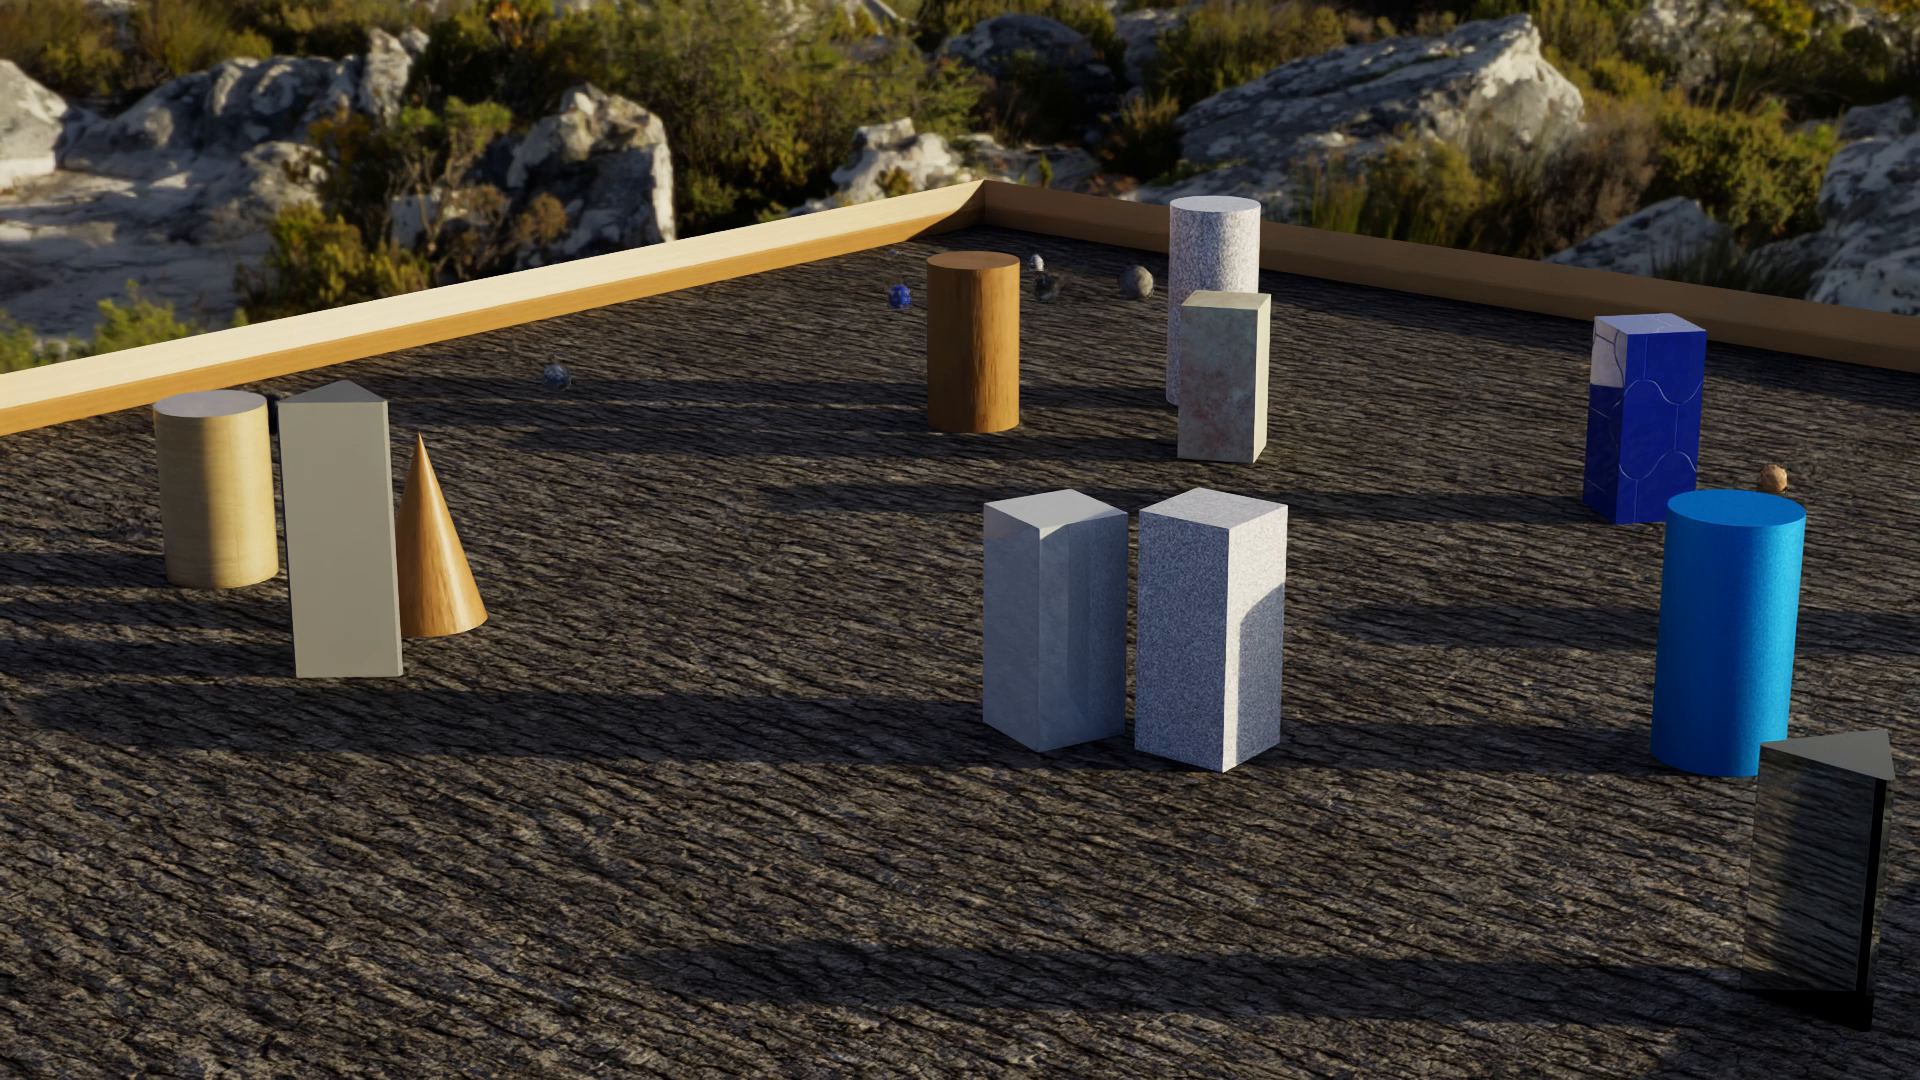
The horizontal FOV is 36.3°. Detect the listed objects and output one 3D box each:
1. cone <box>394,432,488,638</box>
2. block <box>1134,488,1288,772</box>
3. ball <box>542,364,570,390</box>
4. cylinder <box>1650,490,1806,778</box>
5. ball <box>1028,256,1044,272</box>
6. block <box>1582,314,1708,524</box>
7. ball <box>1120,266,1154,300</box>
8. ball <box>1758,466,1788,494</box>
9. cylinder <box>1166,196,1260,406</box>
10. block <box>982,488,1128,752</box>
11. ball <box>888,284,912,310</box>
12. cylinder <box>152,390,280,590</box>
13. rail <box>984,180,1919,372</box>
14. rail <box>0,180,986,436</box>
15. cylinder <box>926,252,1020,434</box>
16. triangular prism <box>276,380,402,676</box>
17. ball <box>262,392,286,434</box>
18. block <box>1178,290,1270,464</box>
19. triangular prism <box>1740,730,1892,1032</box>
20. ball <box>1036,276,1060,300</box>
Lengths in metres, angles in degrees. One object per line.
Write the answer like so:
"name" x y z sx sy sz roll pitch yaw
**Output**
"cone" -0.906 -0.024 4.958 0.197 0.330 0.197 0 17 0
"block" 0.373 0.131 4.367 0.157 0.374 0.157 13 21 36
"ball" -0.903 -0.363 6.555 0.058 0.058 0.058 0 17 0
"cylinder" 1.134 0.136 4.337 0.197 0.383 0.197 0 17 0
"ball" 0.203 -0.738 7.825 0.043 0.043 0.043 0 17 0
"block" 1.302 -0.232 5.585 0.157 0.368 0.157 -3 17 -11
"ball" 0.450 -0.657 7.482 0.087 0.087 0.087 0 17 0
"ball" 1.595 -0.119 5.751 0.055 0.055 0.055 0 17 0
"cylinder" 0.554 -0.521 6.424 0.197 0.436 0.197 0 17 0
"block" 0.143 0.120 4.447 0.157 0.350 0.157 -10 19 -30
"ball" -0.152 -0.612 7.375 0.061 0.061 0.061 0 17 0
"cylinder" -1.322 -0.091 5.213 0.197 0.312 0.197 0 17 0
"rail" 1.746 -0.548 7.046 4.485 0.128 0.045 14 22 39
"rail" -1.676 -0.388 6.513 0.045 0.128 5.375 14 22 39
"cylinder" 0.028 -0.423 6.243 0.197 0.352 0.197 0 17 0
"triangular prism" -0.989 -0.020 4.728 0.170 0.455 0.148 -1 17 -2
"ball" -1.455 -0.267 6.184 0.090 0.090 0.090 0 17 0
"block" 0.542 -0.336 6.015 0.157 0.319 0.157 4 17 14
"triangular prism" 1.073 0.401 3.563 0.170 0.322 0.148 16 23 42
"ball" 0.223 -0.641 7.468 0.063 0.063 0.063 0 17 0
